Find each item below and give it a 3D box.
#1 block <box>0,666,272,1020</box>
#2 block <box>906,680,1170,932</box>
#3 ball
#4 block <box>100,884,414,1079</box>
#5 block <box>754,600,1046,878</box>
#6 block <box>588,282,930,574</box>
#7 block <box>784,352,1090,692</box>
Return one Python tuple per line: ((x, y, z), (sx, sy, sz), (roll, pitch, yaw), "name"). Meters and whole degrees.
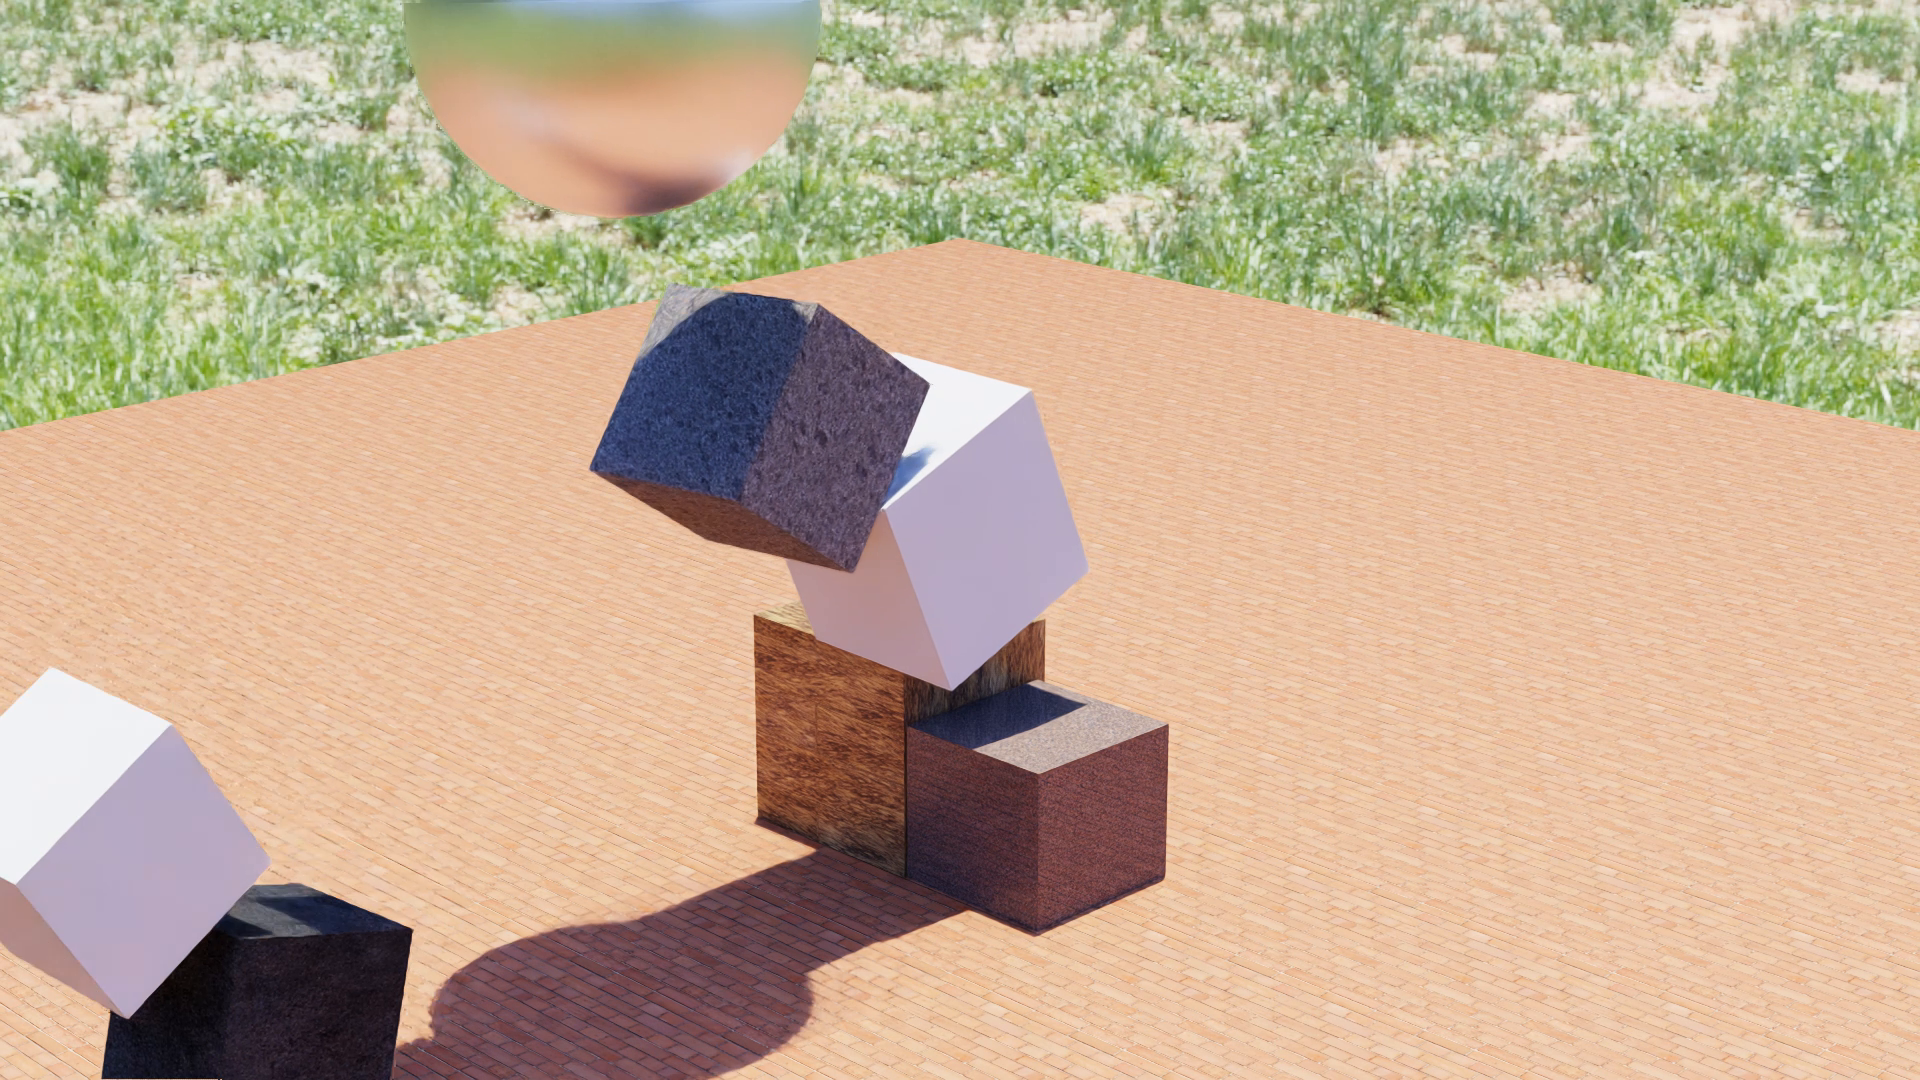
((-3.109, 1.075, 10.463), (0.713, 0.789, 0.758), (18, 56, 36), "block")
((0.352, 1.188, 13.323), (0.854, 0.745, 0.819), (-17, 24, -42), "block")
((-1.334, -2.043, 11.301), (1.600, 1.600, 1.600), (0, 17, 0), "ball")
((-2.668, 1.766, 11.134), (0.723, 0.740, 0.789), (13, 5, 41), "block")
((-0.286, 0.850, 13.923), (1.016, 1.030, 0.926), (17, 24, 42), "block")
((-0.843, -0.480, 12.391), (0.927, 0.882, 0.771), (12, -15, 43), "block")
((-0.175, -0.099, 13.121), (0.910, 0.998, 0.934), (18, 48, 44), "block")
